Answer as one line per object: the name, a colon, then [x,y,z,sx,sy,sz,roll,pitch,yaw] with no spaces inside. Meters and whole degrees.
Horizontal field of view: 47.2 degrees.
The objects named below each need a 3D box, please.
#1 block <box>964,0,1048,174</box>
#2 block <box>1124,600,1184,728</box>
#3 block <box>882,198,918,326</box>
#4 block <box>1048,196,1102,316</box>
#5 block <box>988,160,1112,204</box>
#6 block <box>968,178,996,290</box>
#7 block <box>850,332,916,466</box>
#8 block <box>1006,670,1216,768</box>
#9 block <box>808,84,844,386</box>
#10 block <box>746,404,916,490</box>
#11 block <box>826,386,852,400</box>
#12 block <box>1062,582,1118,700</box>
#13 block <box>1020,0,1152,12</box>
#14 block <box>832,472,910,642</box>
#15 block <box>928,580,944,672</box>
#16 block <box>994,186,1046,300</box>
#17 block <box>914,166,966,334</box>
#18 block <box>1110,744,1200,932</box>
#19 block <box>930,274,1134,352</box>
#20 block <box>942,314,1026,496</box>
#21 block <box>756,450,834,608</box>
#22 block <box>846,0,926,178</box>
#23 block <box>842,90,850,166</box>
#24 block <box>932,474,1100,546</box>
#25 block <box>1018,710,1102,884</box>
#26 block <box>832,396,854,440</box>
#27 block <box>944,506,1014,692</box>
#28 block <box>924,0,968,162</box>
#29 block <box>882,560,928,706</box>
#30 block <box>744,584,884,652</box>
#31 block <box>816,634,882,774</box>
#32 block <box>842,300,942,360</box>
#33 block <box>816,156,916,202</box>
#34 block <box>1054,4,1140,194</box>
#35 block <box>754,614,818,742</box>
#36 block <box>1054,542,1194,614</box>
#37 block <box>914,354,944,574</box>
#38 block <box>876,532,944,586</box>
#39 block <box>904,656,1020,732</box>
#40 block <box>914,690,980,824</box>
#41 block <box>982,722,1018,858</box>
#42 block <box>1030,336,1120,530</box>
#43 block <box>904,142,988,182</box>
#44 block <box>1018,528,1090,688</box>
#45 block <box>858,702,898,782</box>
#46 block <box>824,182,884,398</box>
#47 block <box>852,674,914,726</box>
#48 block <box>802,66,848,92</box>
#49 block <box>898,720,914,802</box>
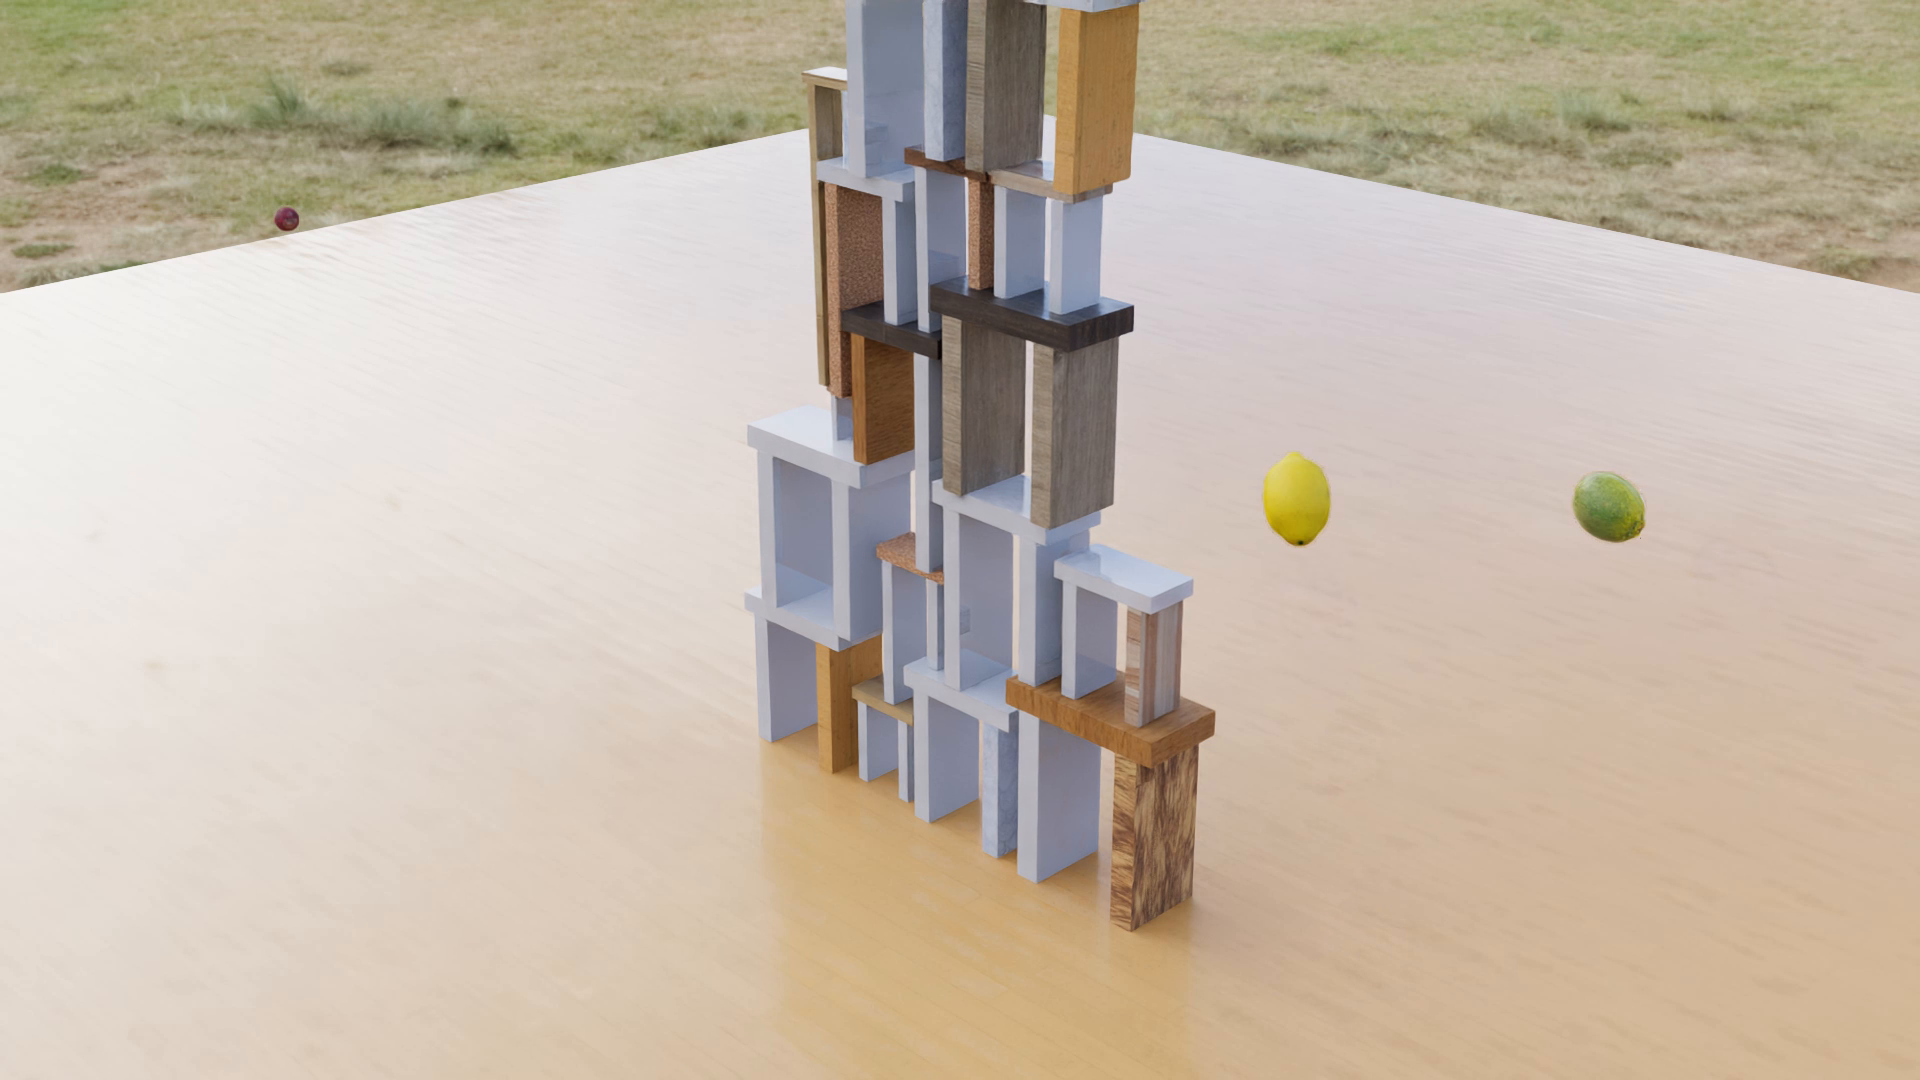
block: [0.079,-0.793,3.769,0.150,0.300,0.042,-22,33,-40]
block: [0.346,0.209,3.931,0.115,0.229,0.033,-22,31,-40]
block: [-0.087,-0.529,4.092,0.034,0.238,0.119,21,31,41]
block: [0.199,-0.496,3.785,0.100,0.200,0.028,-22,32,-40]
block: [0.155,-0.619,3.782,0.200,0.028,0.100,22,32,40]
block: [0.060,-0.555,3.921,0.100,0.201,0.028,-22,32,-40]
block: [-0.147,-0.287,4.254,0.130,0.260,0.037,-21,31,-40]
block: [0.275,0.308,4.058,0.178,0.050,0.356,-21,31,-41]
block: [-0.252,-0.589,4.247,0.020,0.595,0.069,19,30,38]
block: [-0.254,-0.190,4.421,0.169,0.048,0.338,-21,31,-41]
block: [-0.212,-0.295,4.334,0.049,0.014,0.099,-21,31,-40]
block: [0.238,0.167,4.031,0.115,0.229,0.033,-21,31,-40]
block: [0.156,-0.921,3.632,0.300,0.042,0.150,21,31,40]
block: [-0.177,0.019,4.424,0.048,0.338,0.169,22,31,40]
block: [-0.020,0.153,4.316,0.095,0.191,0.027,-21,31,-40]
block: [0.106,-0.532,3.868,0.100,0.200,0.028,-22,32,-40]
block: [-0.034,-0.541,4.028,0.028,0.310,0.100,20,31,40]
block: [0.359,0.528,4.060,0.050,0.356,0.178,21,31,41]
block: [0.125,-0.412,3.903,0.169,0.048,0.338,-22,31,-40]
block: [0.045,-0.266,4.052,0.169,0.338,0.048,-21,31,-40]
block: [-0.337,-0.044,4.571,0.048,0.338,0.169,22,31,40]
block: [-0.133,-0.857,3.994,0.154,0.374,0.044,-21,31,-40]
block: [-0.185,-0.772,4.096,0.069,0.139,0.020,-21,29,-39]
block: [0.103,-0.070,4.077,0.147,0.042,0.293,-21,31,-40]
block: [0.191,0.463,4.214,0.050,0.356,0.178,21,31,41]
block: [-0.232,-0.252,4.377,0.049,0.099,0.014,-21,30,-40]
block: [0.036,0.094,4.222,0.147,0.373,0.042,-22,31,-40]
block: [0.007,-0.829,3.843,0.044,0.308,0.154,21,31,40]
block: [-0.110,0.174,4.423,0.027,0.312,0.095,21,31,41]
block: [-0.300,0.148,4.606,0.294,0.042,0.147,21,31,40]
block: [-0.230,0.329,4.609,0.042,0.294,0.147,21,31,41]
block: [-0.087,-0.399,4.138,0.260,0.037,0.130,21,31,41]
block: [-0.144,-0.677,4.092,0.119,0.034,0.238,-21,31,-40]
block: [0.225,-0.736,3.638,0.042,0.301,0.150,23,32,38]
block: [-0.368,0.275,4.737,0.042,0.294,0.147,21,31,41]
block: [0.292,0.067,3.930,0.115,0.033,0.229,-21,31,-40]
block: [-0.025,-0.158,4.177,0.130,0.437,0.037,-21,31,-40]
block: [-0.064,0.035,4.315,0.095,0.027,0.191,-21,31,-40]
block: [0.041,0.287,4.297,0.144,0.041,0.287,-21,31,-41]
block: [-0.026,0.412,4.423,0.144,0.287,0.041,-21,31,-41]
block: [0.109,0.464,4.299,0.144,0.287,0.041,-21,31,-41]
block: [0.203,-0.203,3.906,0.169,0.338,0.048,-21,31,-40]
block: [0.008,-0.676,3.913,0.201,0.028,0.100,21,31,40]
block: [0.175,0.112,4.079,0.042,0.293,0.147,21,31,40]
block: [-0.169,0.404,4.577,0.026,0.181,0.090,21,31,41]
block: [-0.199,-0.490,4.235,0.119,0.422,0.034,-21,31,-39]
block: [-0.127,0.326,4.497,0.181,0.026,0.090,21,31,41]
block: [-0.222,-0.858,4.095,0.139,0.020,0.069,20,31,40]
block: [-0.084,0.437,4.498,0.026,0.181,0.090,21,31,41]
